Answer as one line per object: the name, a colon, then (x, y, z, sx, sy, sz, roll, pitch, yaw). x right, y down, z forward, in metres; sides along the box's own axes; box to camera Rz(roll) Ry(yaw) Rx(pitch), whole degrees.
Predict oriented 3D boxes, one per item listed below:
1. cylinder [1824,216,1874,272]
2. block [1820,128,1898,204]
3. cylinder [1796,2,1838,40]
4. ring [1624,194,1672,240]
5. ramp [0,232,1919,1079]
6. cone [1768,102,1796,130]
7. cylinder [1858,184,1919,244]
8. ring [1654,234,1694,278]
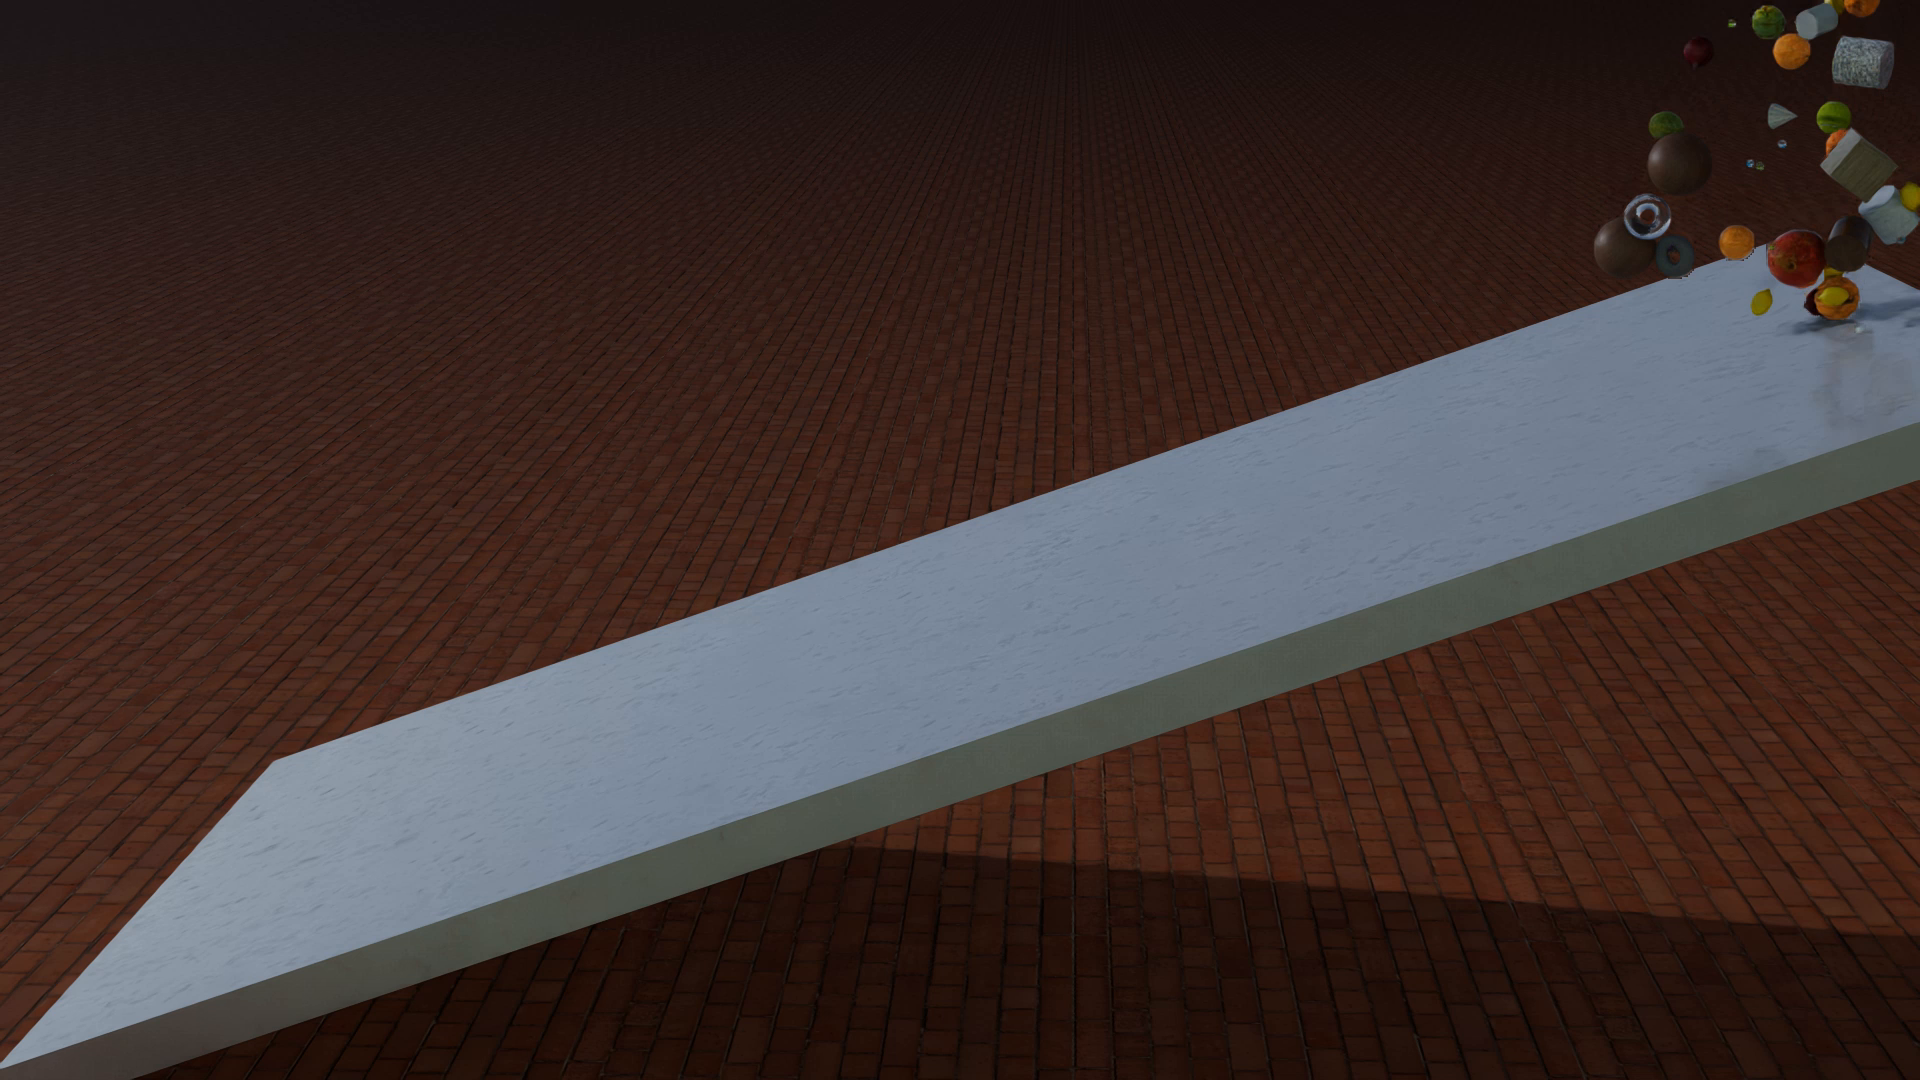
cylinder: (1.760, -0.586, 5.820, 0.083, 0.083, 0.083, 6, 36, 25)
block: (1.758, -0.732, 5.751, 0.093, 0.093, 0.093, 34, 19, -8)
cylinder: (1.674, -1.013, 5.745, 0.057, 0.057, 0.057, -24, 23, -26)
ring: (1.435, -0.674, 6.140, 0.097, 0.097, 0.032, 5, 2, 19)
ramp: (0.113, 0.178, 6.299, 4.000, 0.100, 2.000, -19, 11, 6)
cone: (1.670, -0.858, 5.947, 0.054, 0.054, 0.054, 9, 15, 42)
cylinder: (1.865, -0.653, 5.906, 0.085, 0.085, 0.085, -40, 17, 15)
ring: (1.510, -0.600, 6.213, 0.092, 0.092, 0.031, 12, 22, 42)
